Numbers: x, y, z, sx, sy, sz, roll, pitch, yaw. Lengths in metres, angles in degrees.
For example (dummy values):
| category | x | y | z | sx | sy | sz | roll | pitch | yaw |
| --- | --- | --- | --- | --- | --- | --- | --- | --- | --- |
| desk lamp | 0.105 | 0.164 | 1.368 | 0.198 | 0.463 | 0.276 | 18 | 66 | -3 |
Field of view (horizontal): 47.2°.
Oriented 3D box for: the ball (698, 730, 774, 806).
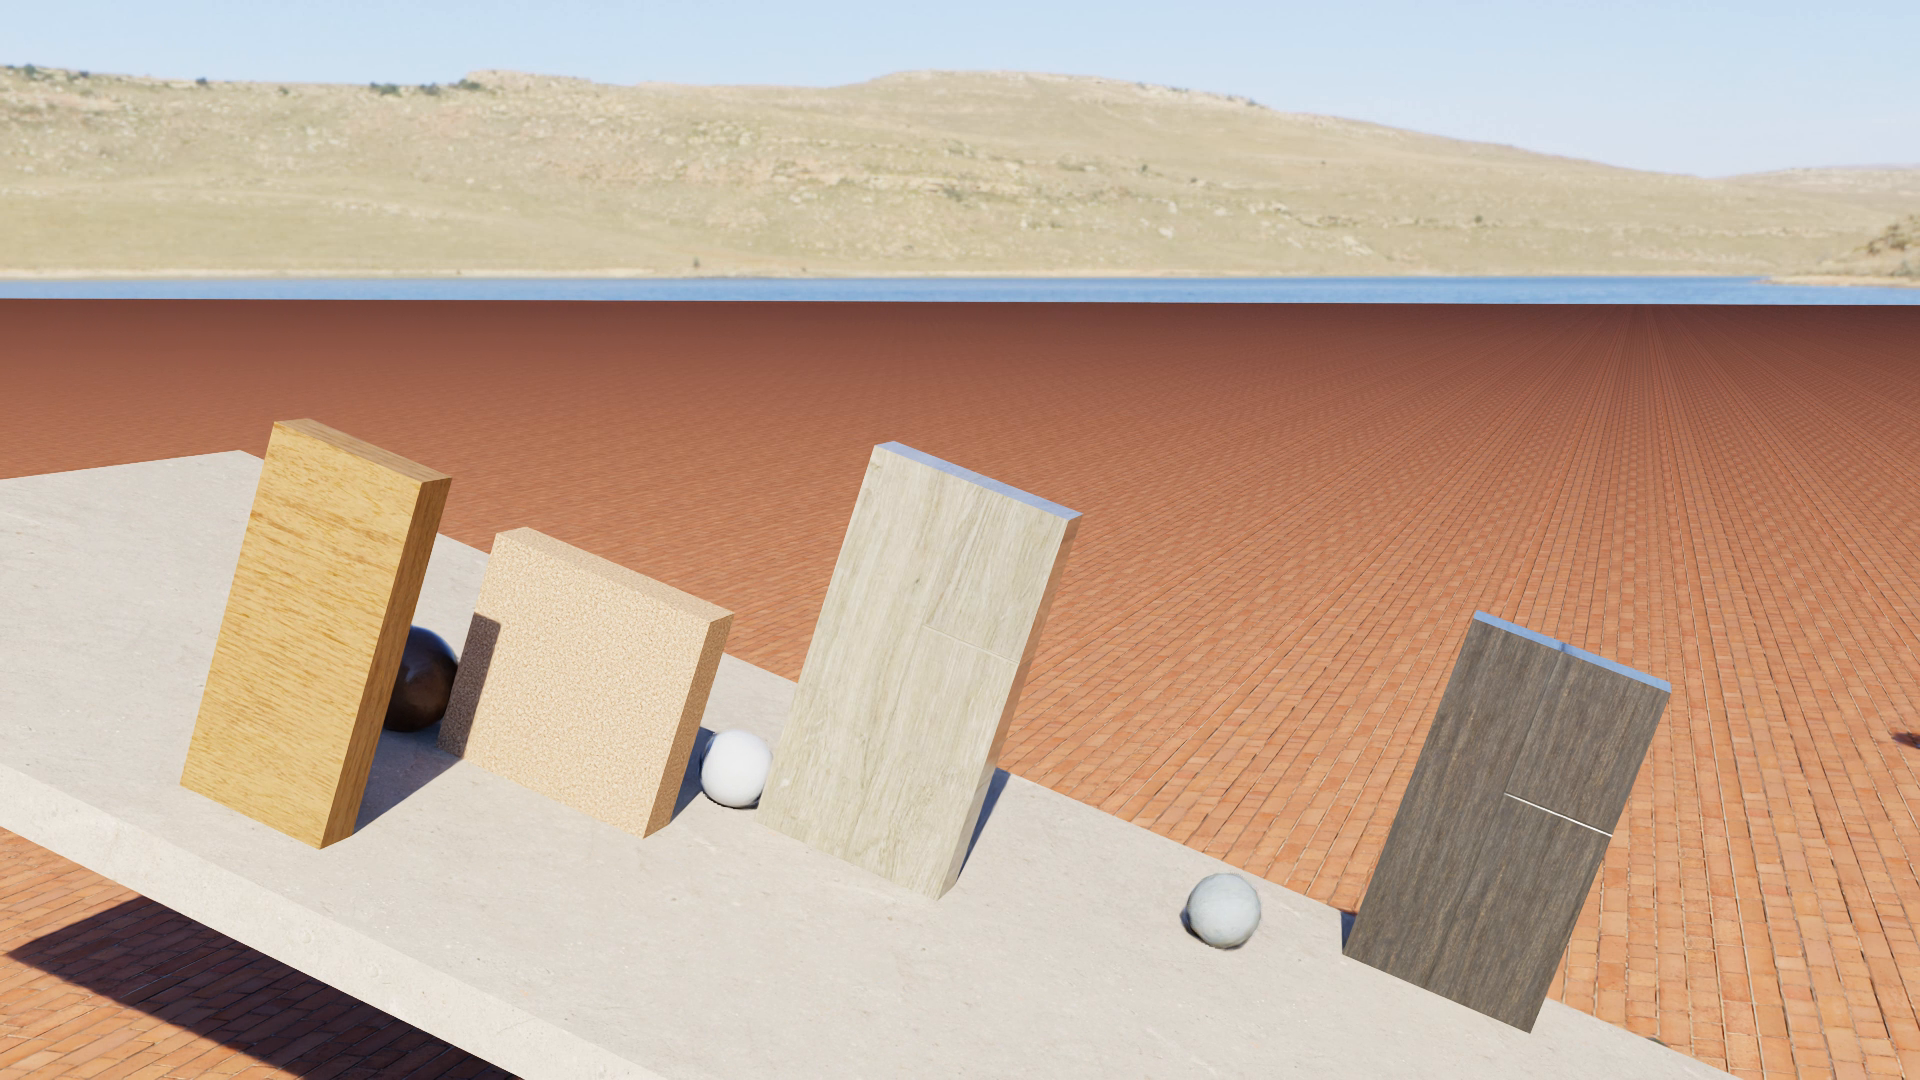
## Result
| category | x | y | z | sx | sy | sz | roll | pitch | yaw |
| --- | --- | --- | --- | --- | --- | --- | --- | --- | --- |
| ball | -0.441 | 0.449 | 4.330 | 0.152 | 0.152 | 0.152 | 0 | 7 | 0 |

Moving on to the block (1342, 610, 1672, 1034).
| category | x | y | z | sx | sy | sz | roll | pitch | yaw |
| --- | --- | --- | --- | --- | --- | --- | --- | --- | --- |
| block | 1.132 | 0.585 | 4.578 | 0.412 | 0.773 | 0.116 | 21 | 12 | 14 |

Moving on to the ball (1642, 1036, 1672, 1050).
| category | x | y | z | sx | sy | sz | roll | pitch | yaw |
| --- | --- | --- | --- | --- | --- | --- | --- | --- | --- |
| ball | 1.548 | 1.188 | 4.951 | 0.135 | 0.135 | 0.135 | 0 | 7 | 0 |

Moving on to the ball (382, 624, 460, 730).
| category | x | y | z | sx | sy | sz | roll | pitch | yaw |
| --- | --- | --- | --- | --- | --- | --- | --- | --- | --- |
| ball | -1.044 | 0.260 | 4.153 | 0.200 | 0.200 | 0.200 | 0 | 7 | 0 |

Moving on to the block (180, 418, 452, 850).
| category | x | y | z | sx | sy | sz | roll | pitch | yaw |
| --- | --- | --- | --- | --- | --- | --- | --- | --- | --- |
| block | -1.050 | 0.152 | 3.573 | 0.277 | 0.638 | 0.094 | 21 | 12 | 14 |

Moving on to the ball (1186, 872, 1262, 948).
| category | x | y | z | sx | sy | sz | roll | pitch | yaw |
| --- | --- | --- | --- | --- | --- | --- | --- | --- | --- |
| ball | 0.535 | 0.749 | 4.452 | 0.150 | 0.150 | 0.150 | 0 | 7 | 0 |

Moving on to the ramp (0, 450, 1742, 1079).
| category | x | y | z | sx | sy | sz | roll | pitch | yaw |
| --- | --- | --- | --- | --- | --- | --- | --- | --- | --- |
| ramp | -0.345 | 0.641 | 4.218 | 4.000 | 0.100 | 2.000 | 21 | 12 | 14 |

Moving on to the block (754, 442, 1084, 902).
| category | x | y | z | sx | sy | sz | roll | pitch | yaw |
| --- | --- | --- | --- | --- | --- | --- | --- | --- | --- |
| block | -0.086 | 0.250 | 4.226 | 0.399 | 0.784 | 0.114 | 21 | 12 | 14 |

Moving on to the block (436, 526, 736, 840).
| category | x | y | z | sx | sy | sz | roll | pitch | yaw |
| --- | --- | --- | --- | --- | --- | --- | --- | --- | --- |
| block | -0.701 | 0.262 | 4.096 | 0.449 | 0.434 | 0.114 | 21 | 12 | 14 |
